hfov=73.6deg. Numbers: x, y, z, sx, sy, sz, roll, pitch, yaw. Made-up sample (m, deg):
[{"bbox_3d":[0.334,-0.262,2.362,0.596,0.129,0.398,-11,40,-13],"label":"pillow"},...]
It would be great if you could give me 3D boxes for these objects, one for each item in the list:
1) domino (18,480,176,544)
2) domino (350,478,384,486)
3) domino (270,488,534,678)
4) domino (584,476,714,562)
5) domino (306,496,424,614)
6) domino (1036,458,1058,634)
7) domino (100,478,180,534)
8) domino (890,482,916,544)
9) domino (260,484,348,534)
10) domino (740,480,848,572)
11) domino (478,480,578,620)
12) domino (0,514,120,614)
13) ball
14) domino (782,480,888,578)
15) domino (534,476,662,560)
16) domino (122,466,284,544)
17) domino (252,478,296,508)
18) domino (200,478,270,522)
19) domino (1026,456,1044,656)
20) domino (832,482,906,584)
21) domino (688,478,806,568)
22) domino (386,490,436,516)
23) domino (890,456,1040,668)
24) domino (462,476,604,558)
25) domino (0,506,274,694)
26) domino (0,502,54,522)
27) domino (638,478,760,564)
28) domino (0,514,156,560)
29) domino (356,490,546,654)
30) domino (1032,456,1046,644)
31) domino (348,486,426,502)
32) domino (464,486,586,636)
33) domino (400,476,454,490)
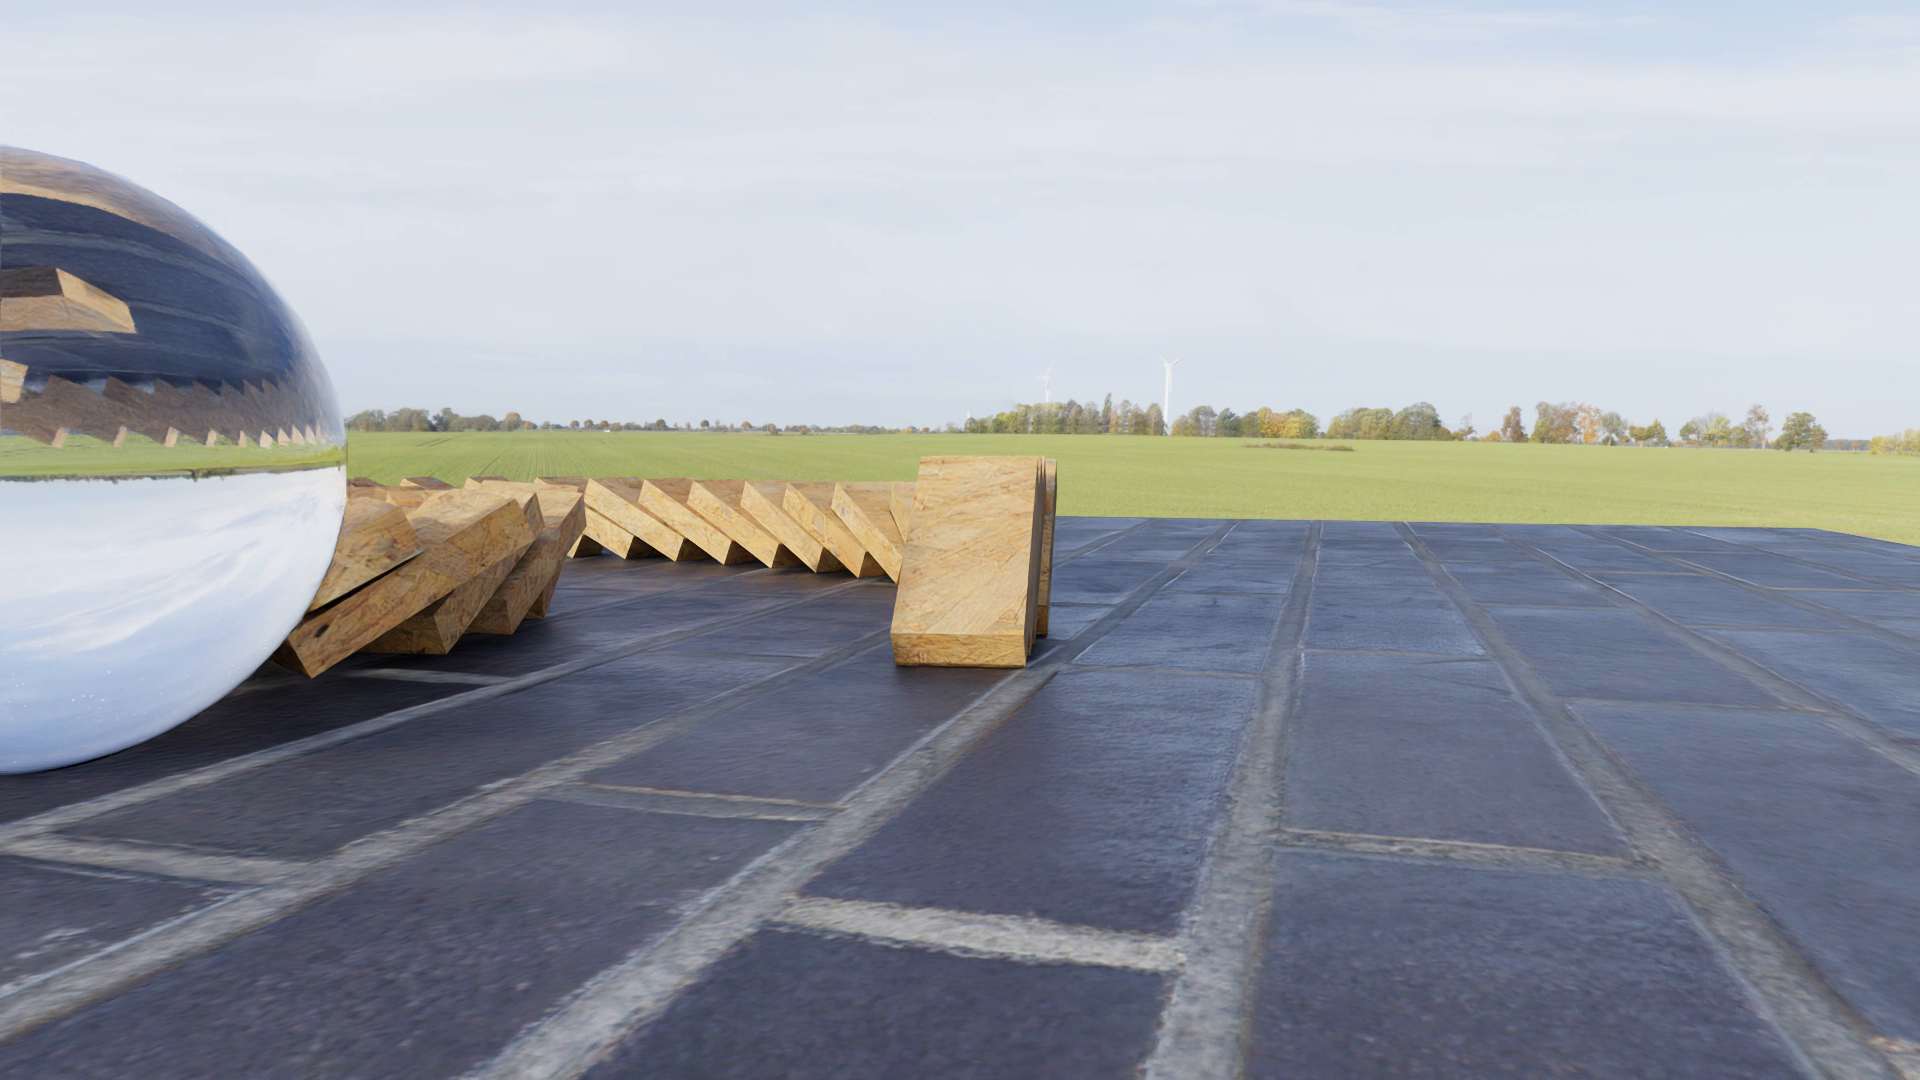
[{"bbox_3d":[-0.297,-0.006,0.447,0.050,0.010,0.025,27,-11,-31],"label":"domino"},{"bbox_3d":[-0.210,-0.009,0.489,0.050,0.010,0.025,24,3,-4],"label":"domino"},{"bbox_3d":[-0.113,0.007,0.254,0.025,0.009,0.050,8,36,41],"label":"domino"},{"bbox_3d":[-0.115,-0.009,0.484,0.050,0.010,0.025,30,17,24],"label":"domino"},{"bbox_3d":[-0.127,0.009,0.235,0.050,0.010,0.025,-35,27,-31],"label":"domino"},{"bbox_3d":[0.009,0.000,0.303,0.025,0.010,0.050,1,43,7],"label":"domino"},{"bbox_3d":[-0.278,-0.007,0.462,0.050,0.010,0.025,25,-6,-22],"label":"domino"},{"bbox_3d":[-0.004,-0.002,0.392,0.025,0.010,0.050,-1,30,-16],"label":"domino"},{"bbox_3d":[-0.177,-0.001,0.373,0.050,0.009,0.025,31,17,26],"label":"domino"},{"bbox_3d":[-0.052,-0.006,0.447,0.025,0.010,0.050,-4,30,-42],"label":"domino"},{"bbox_3d":[-0.115,0.002,0.329,0.025,0.010,0.050,4,31,-8],"label":"domino"},{"bbox_3d":[-0.167,0.012,0.207,0.050,0.010,0.025,-29,14,-18],"label":"domino"},{"bbox_3d":[-0.123,-0.010,0.165,0.080,0.080,0.080,0,4,0],"label":"ball"},{"bbox_3d":[-0.036,-0.004,0.430,0.025,0.009,0.050,-4,30,-39],"label":"domino"},{"bbox_3d":[-0.137,-0.009,0.492,0.050,0.010,0.025,29,15,20],"label":"domino"},{"bbox_3d":[-0.202,-0.002,0.357,0.050,0.010,0.025,35,-5,-14],"label":"domino"},{"bbox_3d":[-0.234,-0.008,0.481,0.050,0.009,0.025,25,-1,-13],"label":"domino"},{"bbox_3d":[-0.256,-0.008,0.474,0.050,0.009,0.025,25,-3,-16],"label":"domino"},{"bbox_3d":[0.004,0.002,0.274,0.025,0.009,0.050,1,45,7],"label":"domino"},{"bbox_3d":[-0.019,-0.003,0.412,0.025,0.009,0.050,-3,30,-31],"label":"domino"},{"bbox_3d":[-0.072,-0.007,0.461,0.050,0.009,0.025,33,24,34],"label":"domino"},{"bbox_3d":[-0.135,0.002,0.346,0.025,0.010,0.050,-4,30,-40],"label":"domino"},{"bbox_3d":[0.002,0.003,0.259,0.025,0.009,0.050,1,45,7],"label":"domino"},{"bbox_3d":[-0.163,-0.009,0.493,0.050,0.010,0.025,26,8,6],"label":"domino"},{"bbox_3d":[-0.145,0.011,0.219,0.050,0.010,0.025,-31,19,-23],"label":"domino"},{"bbox_3d":[-0.312,-0.004,0.426,0.025,0.010,0.050,4,-19,42],"label":"domino"},{"bbox_3d":[-0.093,-0.008,0.474,0.050,0.009,0.025,32,21,30],"label":"domino"},{"bbox_3d":[-0.227,0.004,0.344,0.050,0.010,0.025,14,-10,-25],"label":"domino"},{"bbox_3d":[-0.113,0.006,0.280,0.025,0.009,0.050,1,32,8],"label":"domino"},{"bbox_3d":[0.006,0.001,0.288,0.025,0.010,0.050,1,45,7],"label":"domino"},{"bbox_3d":[-0.154,0.000,0.363,0.050,0.010,0.025,35,24,34],"label":"domino"},{"bbox_3d":[-0.110,0.004,0.305,0.025,0.010,0.050,5,30,3],"label":"domino"},{"bbox_3d":[-0.187,-0.009,0.492,0.050,0.010,0.025,25,4,-1],"label":"domino"}]
